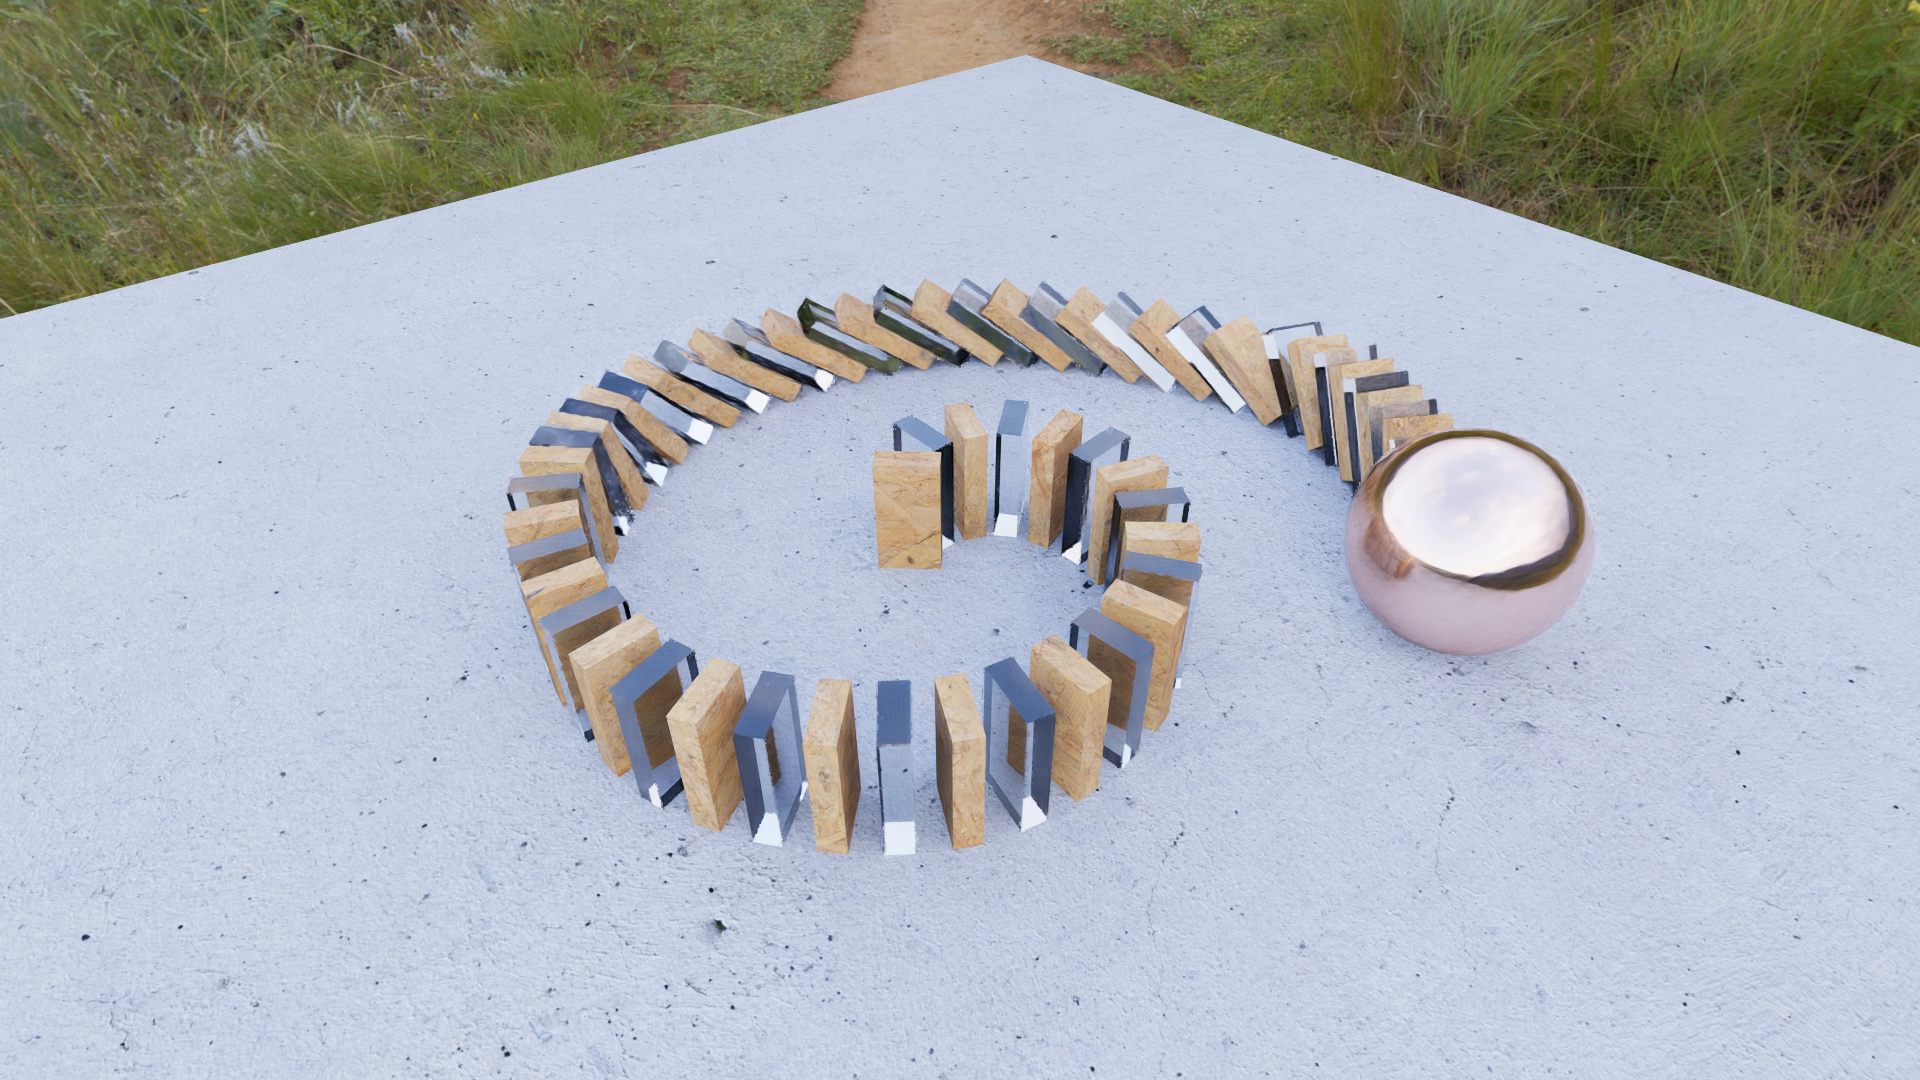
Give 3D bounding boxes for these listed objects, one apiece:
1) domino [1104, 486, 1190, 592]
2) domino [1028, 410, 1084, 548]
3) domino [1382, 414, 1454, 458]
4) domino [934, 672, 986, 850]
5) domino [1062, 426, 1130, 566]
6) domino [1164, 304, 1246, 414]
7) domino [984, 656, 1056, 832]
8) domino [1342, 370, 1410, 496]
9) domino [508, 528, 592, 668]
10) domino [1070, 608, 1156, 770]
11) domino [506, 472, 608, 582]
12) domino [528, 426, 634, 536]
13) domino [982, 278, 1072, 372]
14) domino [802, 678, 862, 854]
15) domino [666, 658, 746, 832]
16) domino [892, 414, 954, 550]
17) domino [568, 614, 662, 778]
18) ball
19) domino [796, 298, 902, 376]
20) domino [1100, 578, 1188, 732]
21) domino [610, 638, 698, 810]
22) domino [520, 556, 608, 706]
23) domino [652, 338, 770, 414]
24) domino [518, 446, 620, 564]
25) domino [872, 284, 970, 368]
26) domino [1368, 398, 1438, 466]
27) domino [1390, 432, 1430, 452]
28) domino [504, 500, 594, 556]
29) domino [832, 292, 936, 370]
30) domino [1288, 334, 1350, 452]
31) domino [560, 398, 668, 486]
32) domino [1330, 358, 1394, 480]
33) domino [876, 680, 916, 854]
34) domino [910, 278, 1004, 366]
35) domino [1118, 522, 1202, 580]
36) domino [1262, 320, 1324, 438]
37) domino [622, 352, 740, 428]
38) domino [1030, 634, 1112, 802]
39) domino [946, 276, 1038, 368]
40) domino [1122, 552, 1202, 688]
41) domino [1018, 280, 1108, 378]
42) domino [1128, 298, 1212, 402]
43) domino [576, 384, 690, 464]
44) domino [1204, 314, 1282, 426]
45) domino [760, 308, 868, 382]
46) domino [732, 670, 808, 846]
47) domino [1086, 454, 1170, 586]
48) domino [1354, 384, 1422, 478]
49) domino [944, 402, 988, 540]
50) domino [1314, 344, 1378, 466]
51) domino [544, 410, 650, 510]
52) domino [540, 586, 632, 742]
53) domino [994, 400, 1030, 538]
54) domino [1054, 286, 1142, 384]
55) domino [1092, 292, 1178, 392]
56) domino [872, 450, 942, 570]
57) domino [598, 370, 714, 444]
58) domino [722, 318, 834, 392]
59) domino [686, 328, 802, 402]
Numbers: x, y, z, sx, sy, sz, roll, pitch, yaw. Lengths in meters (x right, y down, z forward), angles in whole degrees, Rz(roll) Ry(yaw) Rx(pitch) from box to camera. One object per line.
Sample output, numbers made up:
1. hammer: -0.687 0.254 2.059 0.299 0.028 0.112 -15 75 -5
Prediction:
1. domino: 0.068 0.004 0.406 0.025 0.050 0.010 -5 40 -7
2. domino: 0.038 -0.024 0.441 0.009 0.050 0.025 21 44 23
3. domino: 0.185 -0.025 0.443 0.025 0.050 0.010 -6 6 -12
4. domino: 0.000 0.067 0.330 0.010 0.050 0.025 -8 40 -10
5. domino: 0.053 -0.017 0.432 0.010 0.050 0.025 32 49 33
6. domino: 0.124 -0.087 0.530 0.025 0.010 0.050 -37 85 -36
7. domino: 0.017 0.063 0.335 0.009 0.050 0.025 -19 43 -21
8. domino: 0.180 -0.045 0.469 0.025 0.050 0.009 -10 7 -12
9. domino: -0.139 0.021 0.386 0.025 0.050 0.009 -17 42 -20
10. domino: 0.047 0.048 0.353 0.025 0.050 0.010 31 48 32
11. domino: -0.150 -0.001 0.413 0.025 0.050 0.009 -5 40 -6
12. domino: -0.150 -0.023 0.439 0.025 0.050 0.009 7 50 9
13. domino: 0.037 -0.109 0.556 0.050 0.010 0.025 35 41 -10
14. domino: -0.038 0.068 0.328 0.009 0.050 0.025 3 39 4
15. domino: -0.074 0.063 0.335 0.009 0.050 0.025 14 41 16
16. domino: -0.014 -0.022 0.438 0.010 0.050 0.025 -29 48 -31
17. domino: -0.106 0.050 0.350 0.009 0.050 0.025 31 49 32
18. ball: 0.178 0.000 0.387 0.080 0.080 0.080 0 39 0
19. domino: -0.055 -0.100 0.545 0.050 0.010 0.025 20 28 -33
20. domino: 0.059 0.039 0.364 0.025 0.050 0.009 23 45 25
21. domino: -0.091 0.058 0.341 0.010 0.050 0.025 22 44 25
22. domino: -0.129 0.032 0.373 0.025 0.050 0.010 -22 44 -25
23. domino: -0.115 -0.076 0.511 0.025 0.010 0.050 38 10 37
24. domino: -0.151 -0.013 0.427 0.025 0.050 0.009 2 41 2
25. domino: -0.020 -0.108 0.555 0.050 0.010 0.025 24 32 -25
26. domino: 0.184 -0.031 0.452 0.025 0.050 0.010 -9 7 -12
27. domino: 0.186 -0.017 0.434 0.025 0.050 0.010 -10 7 -12
28. domino: -0.146 0.010 0.399 0.025 0.050 0.009 -12 41 -14
29. domino: -0.038 -0.104 0.550 0.050 0.010 0.025 21 29 -30
30. domino: 0.167 -0.067 0.500 0.025 0.009 0.050 -8 83 -12
31. domino: -0.145 -0.041 0.462 0.025 0.050 0.010 14 69 16
32. domino: 0.177 -0.052 0.478 0.025 0.050 0.009 -10 7 -12
33. domino: -0.019 0.068 0.328 0.010 0.050 0.025 -1 39 -2
34. domino: -0.001 -0.111 0.558 0.050 0.010 0.025 30 36 -16
35. domino: 0.069 0.016 0.392 0.025 0.050 0.010 1 39 1
36. domino: 0.159 -0.074 0.509 0.025 0.010 0.050 -11 84 -13
37. domino: -0.126 -0.068 0.500 0.025 0.050 0.009 31 93 32
38. domino: 0.033 0.056 0.343 0.009 0.050 0.025 -27 46 -29
39. domino: 0.018 -0.110 0.558 0.050 0.010 0.025 32 38 -13
40. domino: 0.067 0.028 0.377 0.025 0.050 0.010 10 40 12
41. domino: 0.055 -0.106 0.553 0.050 0.010 0.025 37 43 -7
42. domino: 0.108 -0.093 0.537 0.050 0.010 0.025 45 50 1
43. domino: -0.140 -0.049 0.475 0.025 0.050 0.010 18 77 21
44. domino: 0.140 -0.081 0.521 0.025 0.010 0.050 -30 82 -31
45. domino: -0.071 -0.095 0.538 0.050 0.009 0.025 18 25 -38
46. domino: -0.056 0.066 0.331 0.010 0.050 0.025 8 40 9
47. domino: 0.064 -0.007 0.420 0.025 0.050 0.009 -14 41 -16
48. domino: 0.182 -0.038 0.461 0.025 0.050 0.010 -10 7 -12
49. domino: 0.002 -0.028 0.445 0.009 0.050 0.025 -12 41 -14
50. domino: 0.173 -0.059 0.486 0.025 0.050 0.009 -10 7 -12
51. domino: -0.148 -0.032 0.450 0.025 0.050 0.009 10 60 12
52. domino: -0.118 0.041 0.361 0.025 0.050 0.009 -27 47 -29
53. domino: 0.021 -0.029 0.447 0.010 0.050 0.025 7 40 8
54. domino: 0.073 -0.103 0.549 0.050 0.009 0.025 40 45 -4
55. domino: 0.091 -0.098 0.543 0.050 0.010 0.025 42 47 -1
56. domino: -0.020 -0.011 0.425 0.025 0.050 0.010 1 39 2
57. domino: -0.134 -0.058 0.487 0.025 0.050 0.010 22 84 24
58. domino: -0.087 -0.089 0.530 0.050 0.009 0.025 18 23 -42
59. domino: -0.102 -0.083 0.521 0.050 0.010 0.025 19 19 -47
